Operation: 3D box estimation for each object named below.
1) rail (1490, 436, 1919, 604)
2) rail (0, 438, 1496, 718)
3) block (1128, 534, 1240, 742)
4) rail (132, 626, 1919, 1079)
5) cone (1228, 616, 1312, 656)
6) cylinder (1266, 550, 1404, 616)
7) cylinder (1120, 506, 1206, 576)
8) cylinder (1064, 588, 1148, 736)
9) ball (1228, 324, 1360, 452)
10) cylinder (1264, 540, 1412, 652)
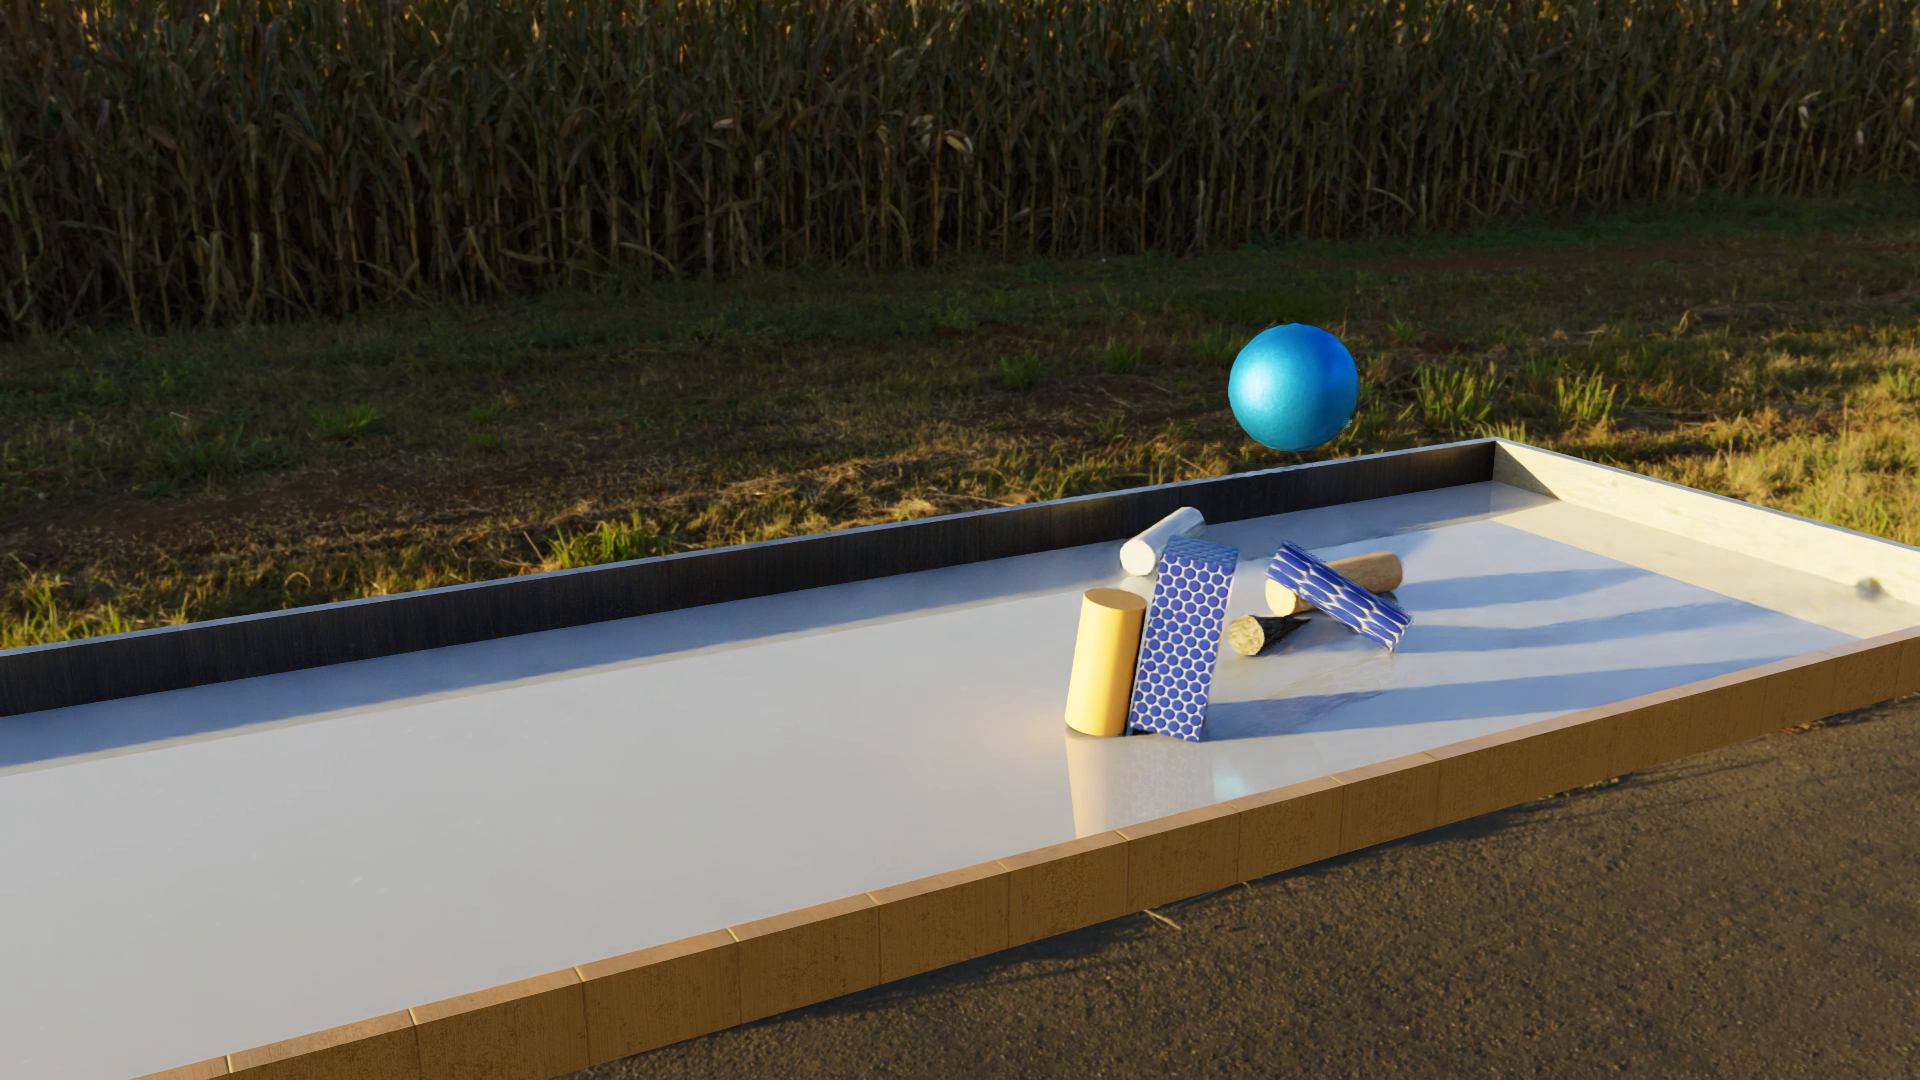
[{"bbox_3d":[2.466,-0.048,5.253,0.050,0.150,2.100,-9,18,-27],"label":"rail"},{"bbox_3d":[-3.305,0.497,3.399,12.000,0.150,0.050,-9,18,-27],"label":"rail"},{"bbox_3d":[0.517,0.225,3.799,0.162,0.426,0.162,12,19,11],"label":"block"},{"bbox_3d":[-2.336,1.006,1.665,12.000,0.150,0.050,-9,18,-27],"label":"rail"},{"bbox_3d":[0.866,0.235,4.461,0.106,0.106,0.373,13,13,38],"label":"cone"},{"bbox_3d":[1.077,0.121,4.734,0.433,0.119,0.119,-11,19,-32],"label":"cylinder"},{"bbox_3d":[0.638,-0.001,5.157,0.113,0.113,0.434,9,18,27],"label":"cylinder"},{"bbox_3d":[0.338,0.281,3.821,0.147,0.310,0.147,7,17,-2],"label":"cylinder"},{"bbox_3d":[0.943,-0.430,4.663,0.363,0.363,0.363,0,16,0],"label":"ball"},{"bbox_3d":[1.000,0.148,4.373,0.384,0.107,0.107,32,24,10],"label":"cylinder"}]
